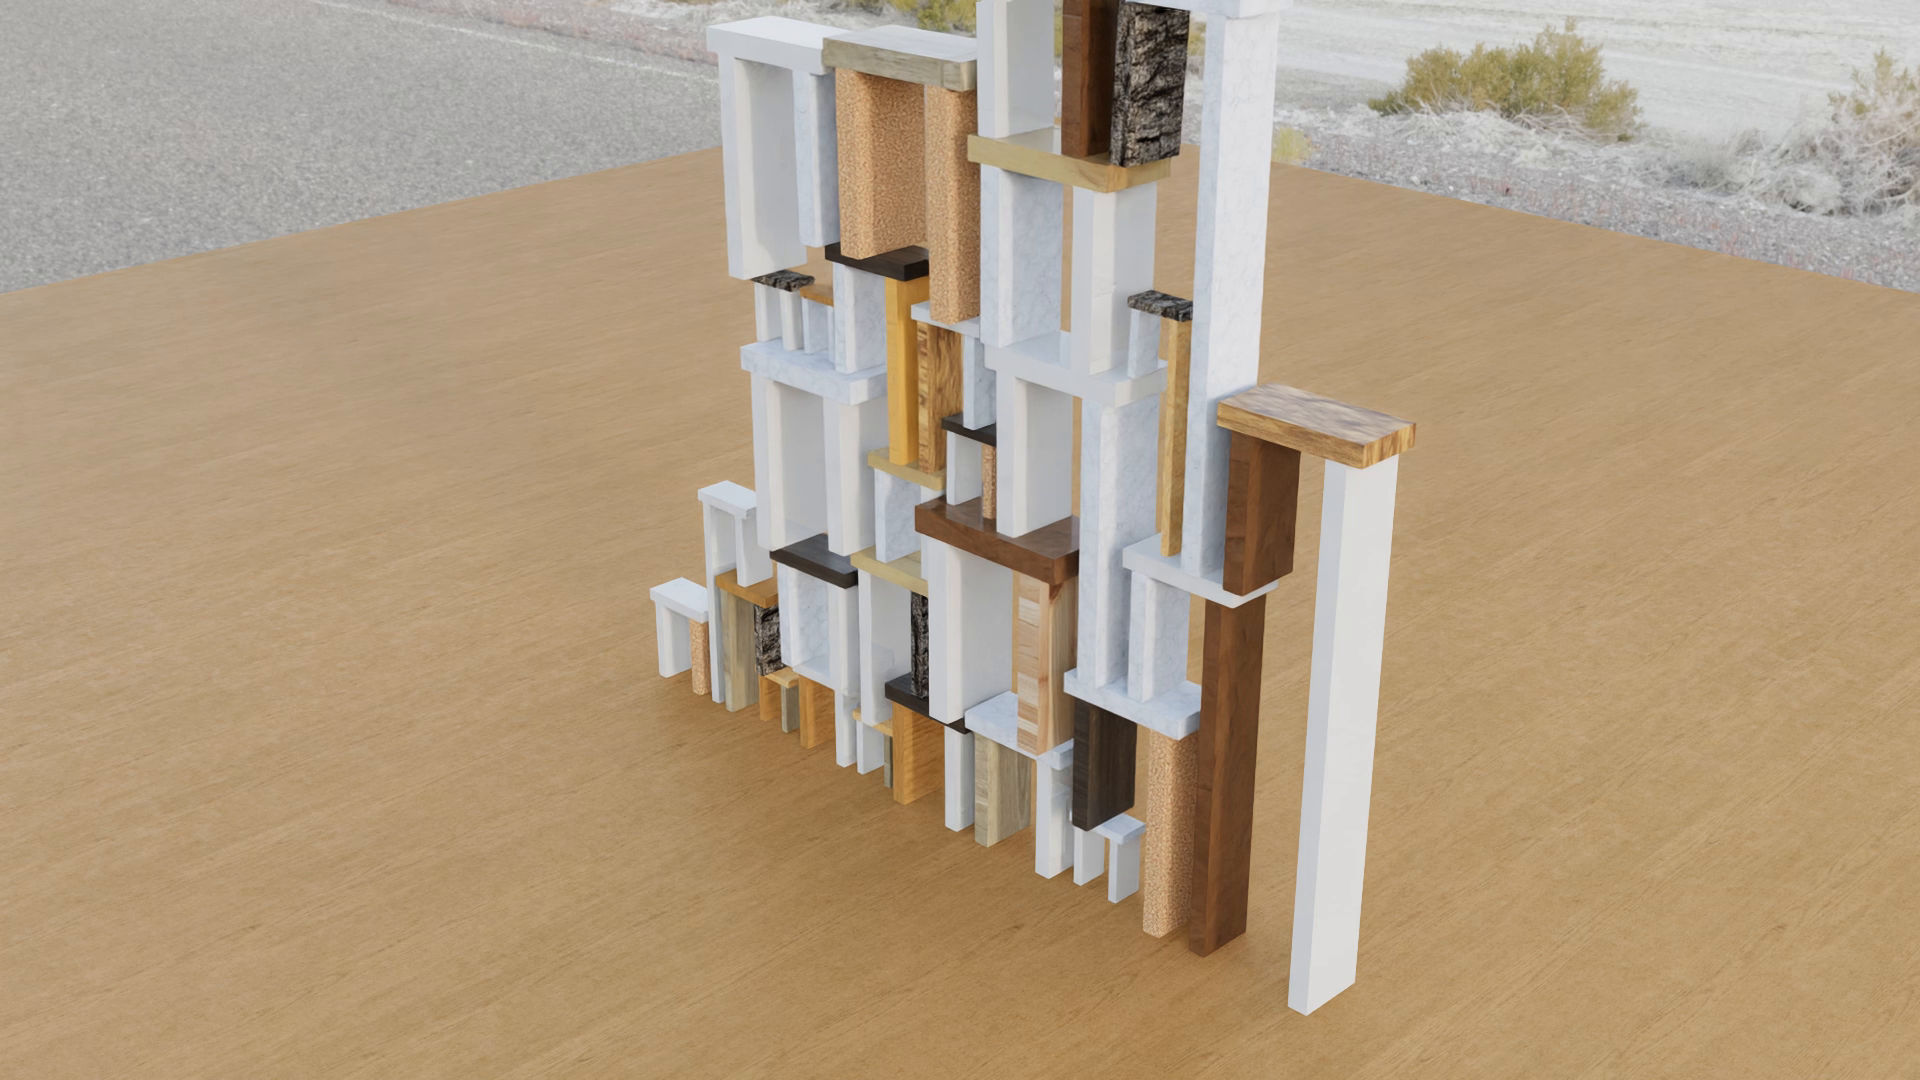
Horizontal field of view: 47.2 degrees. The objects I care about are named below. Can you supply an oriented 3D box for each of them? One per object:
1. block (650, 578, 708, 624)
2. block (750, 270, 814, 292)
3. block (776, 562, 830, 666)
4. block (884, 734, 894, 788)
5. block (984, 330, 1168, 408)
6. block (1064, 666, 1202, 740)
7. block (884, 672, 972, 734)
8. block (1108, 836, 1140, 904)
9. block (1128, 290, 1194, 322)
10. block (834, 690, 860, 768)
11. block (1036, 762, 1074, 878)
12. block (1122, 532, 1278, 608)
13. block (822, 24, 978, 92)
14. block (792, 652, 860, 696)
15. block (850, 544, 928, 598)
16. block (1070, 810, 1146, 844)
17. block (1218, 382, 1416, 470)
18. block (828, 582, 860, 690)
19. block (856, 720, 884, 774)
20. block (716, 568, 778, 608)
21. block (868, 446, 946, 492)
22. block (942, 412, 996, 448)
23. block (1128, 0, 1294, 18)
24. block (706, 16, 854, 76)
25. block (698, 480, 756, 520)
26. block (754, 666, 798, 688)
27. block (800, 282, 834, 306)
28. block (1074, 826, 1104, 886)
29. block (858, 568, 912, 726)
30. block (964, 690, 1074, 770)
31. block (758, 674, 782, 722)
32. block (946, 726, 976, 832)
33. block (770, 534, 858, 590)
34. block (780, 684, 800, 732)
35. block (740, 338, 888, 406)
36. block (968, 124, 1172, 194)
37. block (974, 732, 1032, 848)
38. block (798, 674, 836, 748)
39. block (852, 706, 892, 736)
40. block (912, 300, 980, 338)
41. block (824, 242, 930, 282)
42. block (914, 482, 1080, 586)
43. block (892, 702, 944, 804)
[{"bbox_3d":[-0.603,0.135,4.940,0.184,0.026,0.092,21,31,41],"label":"block"},{"bbox_3d":[-0.354,-0.520,4.381,0.123,0.017,0.062,20,30,40],"label":"block"},{"bbox_3d":[-0.326,0.140,4.629,0.033,0.232,0.116,20,30,41],"label":"block"},{"bbox_3d":[-0.129,0.446,4.551,0.017,0.123,0.062,21,31,41],"label":"block"},{"bbox_3d":[0.208,-0.308,3.868,0.155,0.044,0.310,-21,31,-40],"label":"block"},{"bbox_3d":[0.334,0.279,3.980,0.269,0.038,0.135,21,31,40],"label":"block"},{"bbox_3d":[-0.031,0.318,4.390,0.227,0.032,0.113,21,31,41],"label":"block"},{"bbox_3d":[0.310,0.613,4.148,0.066,0.132,0.019,-21,31,-40],"label":"block"},{"bbox_3d":[0.346,-0.392,3.679,0.060,0.017,0.121,-21,31,-40],"label":"block"},{"bbox_3d":[-0.222,0.384,4.634,0.086,0.173,0.024,-21,31,-41],"label":"block"},{"bbox_3d":[0.202,0.516,4.229,0.035,0.247,0.123,21,31,41],"label":"block"},{"bbox_3d":[0.414,0.048,3.801,0.123,0.035,0.246,-21,31,-40],"label":"block"},{"bbox_3d":[-0.062,-0.863,3.927,0.349,0.049,0.175,21,31,40],"label":"block"},{"bbox_3d":[-0.264,0.277,4.632,0.173,0.024,0.086,20,30,41],"label":"block"},{"bbox_3d":[-0.099,0.051,4.358,0.113,0.032,0.226,-21,31,-41],"label":"block"},{"bbox_3d":[0.278,0.531,4.147,0.132,0.019,0.066,21,31,41],"label":"block"},{"bbox_3d":[0.570,-0.186,3.528,0.284,0.040,0.142,21,31,40],"label":"block"},{"bbox_3d":[-0.216,0.181,4.527,0.033,0.232,0.116,21,31,41],"label":"block"},{"bbox_3d":[-0.187,0.424,4.605,0.062,0.123,0.017,-21,31,-41],"label":"block"},{"bbox_3d":[-0.442,0.100,4.742,0.166,0.024,0.083,21,31,41],"label":"block"},{"bbox_3d":[-0.077,-0.144,4.247,0.193,0.027,0.097,21,31,41],"label":"block"},{"bbox_3d":[0.043,-0.207,4.081,0.146,0.021,0.073,21,31,41],"label":"block"},{"bbox_3d":[0.377,-0.862,3.452,0.265,0.037,0.132,21,31,40],"label":"block"},{"bbox_3d":[-0.311,-0.938,4.158,0.165,0.047,0.329,-22,31,-40],"label":"block"},{"bbox_3d":[-0.479,-0.086,4.709,0.161,0.023,0.081,21,31,41],"label":"block"},{"bbox_3d":[-0.388,0.288,4.775,0.112,0.016,0.056,21,31,41],"label":"block"},{"bbox_3d":[-0.257,-0.480,4.313,0.057,0.016,0.113,-21,30,-40],"label":"block"},{"bbox_3d":[0.248,0.588,4.205,0.019,0.132,0.066,21,31,40],"label":"block"},{"bbox_3d":[-0.152,0.204,4.480,0.113,0.344,0.032,-21,31,-41],"label":"block"},{"bbox_3d":[0.140,0.364,4.226,0.247,0.035,0.123,21,31,40],"label":"block"},{"bbox_3d":[-0.414,0.337,4.824,0.016,0.112,0.056,21,31,41],"label":"block"},{"bbox_3d":[0.022,0.458,4.391,0.032,0.227,0.113,21,31,41],"label":"block"},{"bbox_3d":[-0.273,0.038,4.528,0.232,0.033,0.116,20,30,41],"label":"block"},{"bbox_3d":[-0.361,0.357,4.776,0.016,0.112,0.056,21,31,41],"label":"block"},{"bbox_3d":[-0.269,-0.345,4.364,0.323,0.046,0.162,21,31,40],"label":"block"},{"bbox_3d":[0.184,-0.655,3.748,0.161,0.046,0.322,-21,31,-40],"label":"block"},{"bbox_3d":[0.085,0.471,4.336,0.035,0.247,0.123,21,31,41],"label":"block"},{"bbox_3d":[-0.303,0.352,4.709,0.086,0.173,0.024,-21,31,-41],"label":"block"},{"bbox_3d":[-0.158,0.370,4.551,0.123,0.017,0.062,21,31,41],"label":"block"},{"bbox_3d":[0.005,-0.411,4.043,0.179,0.025,0.090,21,31,41],"label":"block"},{"bbox_3d":[-0.141,-0.535,4.152,0.110,0.031,0.220,-22,31,-40],"label":"block"},{"bbox_3d":[0.104,-0.016,4.095,0.179,0.051,0.358,-21,31,-41],"label":"block"},{"bbox_3d":[-0.085,0.416,4.489,0.032,0.227,0.113,21,31,41],"label":"block"}]
